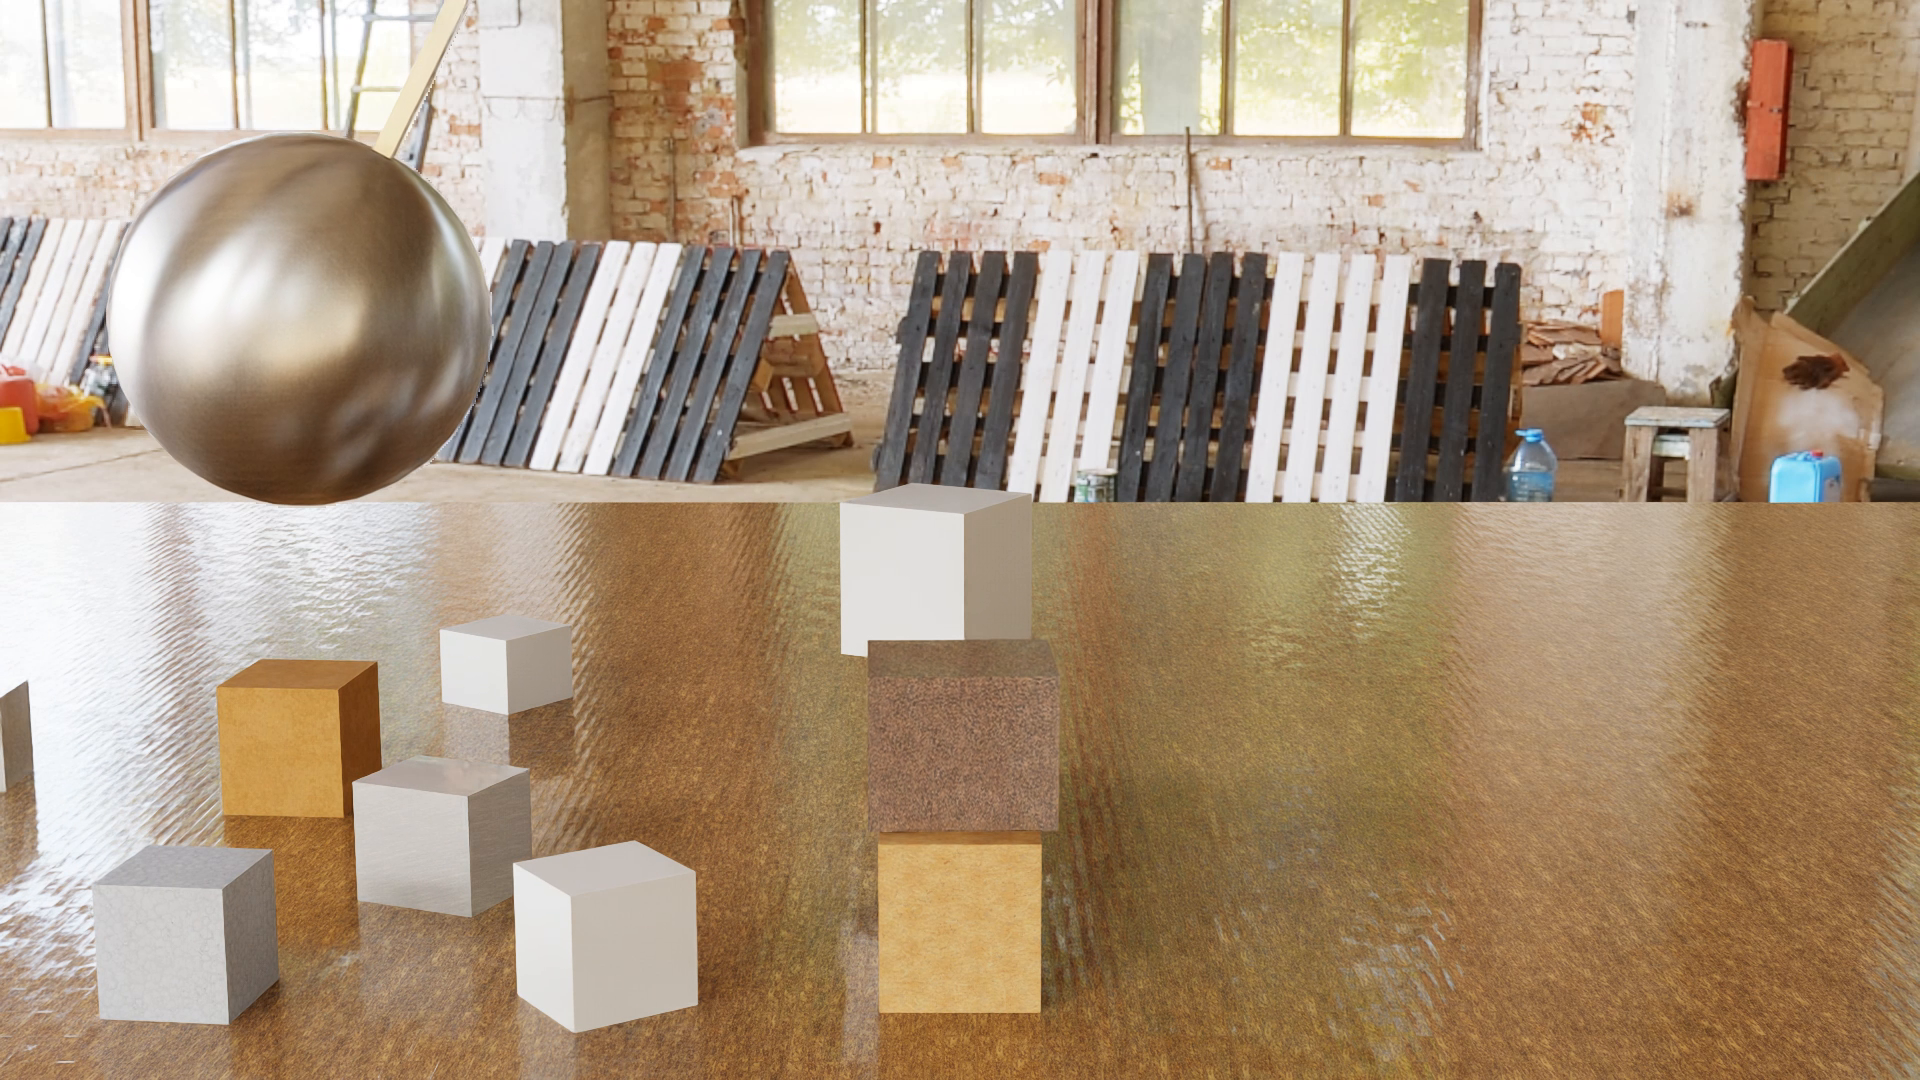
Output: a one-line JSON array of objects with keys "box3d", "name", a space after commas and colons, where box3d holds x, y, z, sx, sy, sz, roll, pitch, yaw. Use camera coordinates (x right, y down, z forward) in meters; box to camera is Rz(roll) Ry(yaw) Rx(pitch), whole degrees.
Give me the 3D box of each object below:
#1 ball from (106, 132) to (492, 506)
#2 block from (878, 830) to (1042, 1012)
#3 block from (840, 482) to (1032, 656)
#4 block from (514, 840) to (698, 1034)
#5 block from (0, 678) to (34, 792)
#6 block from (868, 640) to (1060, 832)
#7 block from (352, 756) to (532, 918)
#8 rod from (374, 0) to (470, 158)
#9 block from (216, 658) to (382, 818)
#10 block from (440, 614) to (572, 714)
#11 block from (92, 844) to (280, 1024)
[{"box3d": [-2.822, -0.944, 11.009, 1.600, 1.600, 1.600, 0, 10, 0], "name": "ball"}, {"box3d": [0.000, 1.410, 9.961, 0.611, 0.661, 0.616, 0, 10, 0], "name": "block"}, {"box3d": [-0.113, 0.163, 12.668, 0.686, 0.751, 0.702, 6, 12, 28], "name": "block"}, {"box3d": [-1.354, 1.506, 9.806, 0.522, 0.529, 0.491, -7, 12, -34], "name": "block"}, {"box3d": [-4.959, 0.976, 12.864, 0.463, 0.477, 0.408, 0, 10, -1], "name": "block"}, {"box3d": [0.002, 0.755, 10.043, 0.726, 0.601, 0.674, 0, 10, -2], "name": "block"}, {"box3d": [-2.231, 1.272, 11.094, 0.581, 0.528, 0.476, 4, 11, 23], "name": "block"}, {"box3d": [-1.223, -3.896, 10.472, 0.080, 5.200, 0.080, 28, 9, -5], "name": "rod"}, {"box3d": [-3.215, 0.960, 12.529, 0.594, 0.629, 0.603, 1, 10, 5], "name": "block"}, {"box3d": [-2.570, 0.699, 14.545, 0.522, 0.420, 0.512, 7, 13, 35], "name": "block"}, {"box3d": [-2.956, 1.504, 9.824, 0.505, 0.527, 0.503, 1, 10, 7], "name": "block"}]
